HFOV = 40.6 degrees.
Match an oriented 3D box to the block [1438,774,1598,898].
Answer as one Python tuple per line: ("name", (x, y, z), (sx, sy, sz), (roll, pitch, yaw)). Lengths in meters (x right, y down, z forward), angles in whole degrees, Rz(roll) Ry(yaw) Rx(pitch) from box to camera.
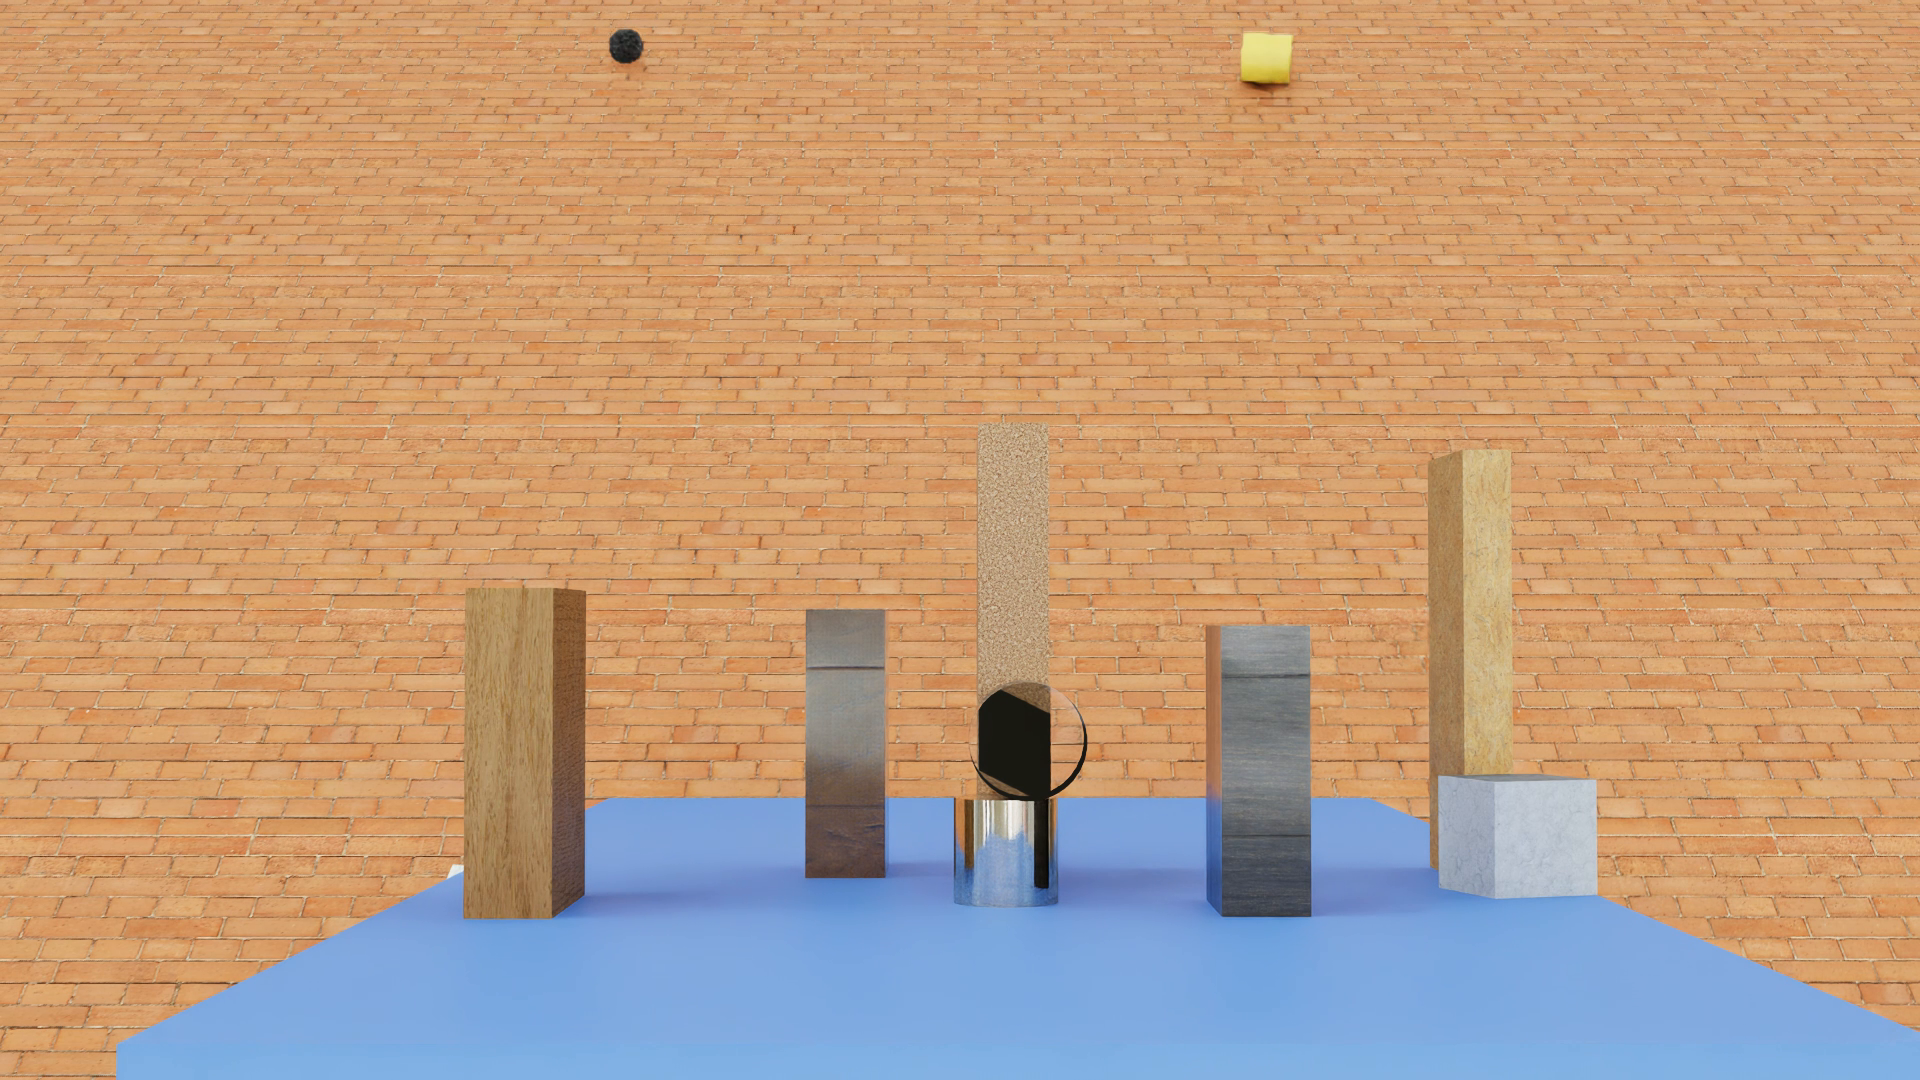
("block", (0.956, 0.505, 4.459), (0.194, 0.194, 0.194), (1, -2, -18))

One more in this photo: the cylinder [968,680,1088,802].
("cylinder", (0.110, 0.329, 4.284), (0.192, 0.192, 0.192), (0, -2, 0))

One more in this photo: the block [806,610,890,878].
("block", (-0.207, 0.372, 4.823), (0.144, 0.485, 0.261), (0, -2, 0))

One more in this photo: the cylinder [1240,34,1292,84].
("cylinder", (1.246, -1.957, 10.559), (0.194, 0.194, 0.194), (4, 35, 8))

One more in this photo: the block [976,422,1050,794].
("block", (0.091, 0.207, 4.590), (0.120, 0.799, 0.411), (0, -2, 0))

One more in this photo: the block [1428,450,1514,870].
("block", (0.931, 0.228, 4.748), (0.085, 0.766, 0.344), (0, -2, 0))

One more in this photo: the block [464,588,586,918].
("block", (-0.704, 0.338, 4.228), (0.138, 0.515, 0.355), (0, -2, 0))

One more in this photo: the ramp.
("ramp", (0.077, 0.665, 4.838), (2.000, 0.100, 4.000), (0, -2, 0))

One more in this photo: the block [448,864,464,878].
("block", (-1.236, 0.903, 6.561), (0.112, 0.112, 0.112), (4, 35, 6))

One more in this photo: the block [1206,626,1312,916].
("block", (0.480, 0.366, 4.201), (0.140, 0.456, 0.255), (0, -2, 0))

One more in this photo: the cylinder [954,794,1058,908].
("cylinder", (0.076, 0.511, 4.288), (0.173, 0.173, 0.173), (0, -2, 0))

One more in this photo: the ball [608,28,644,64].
("ball", (-1.379, -2.040, 10.725), (0.142, 0.142, 0.142), (0, 35, 0))
